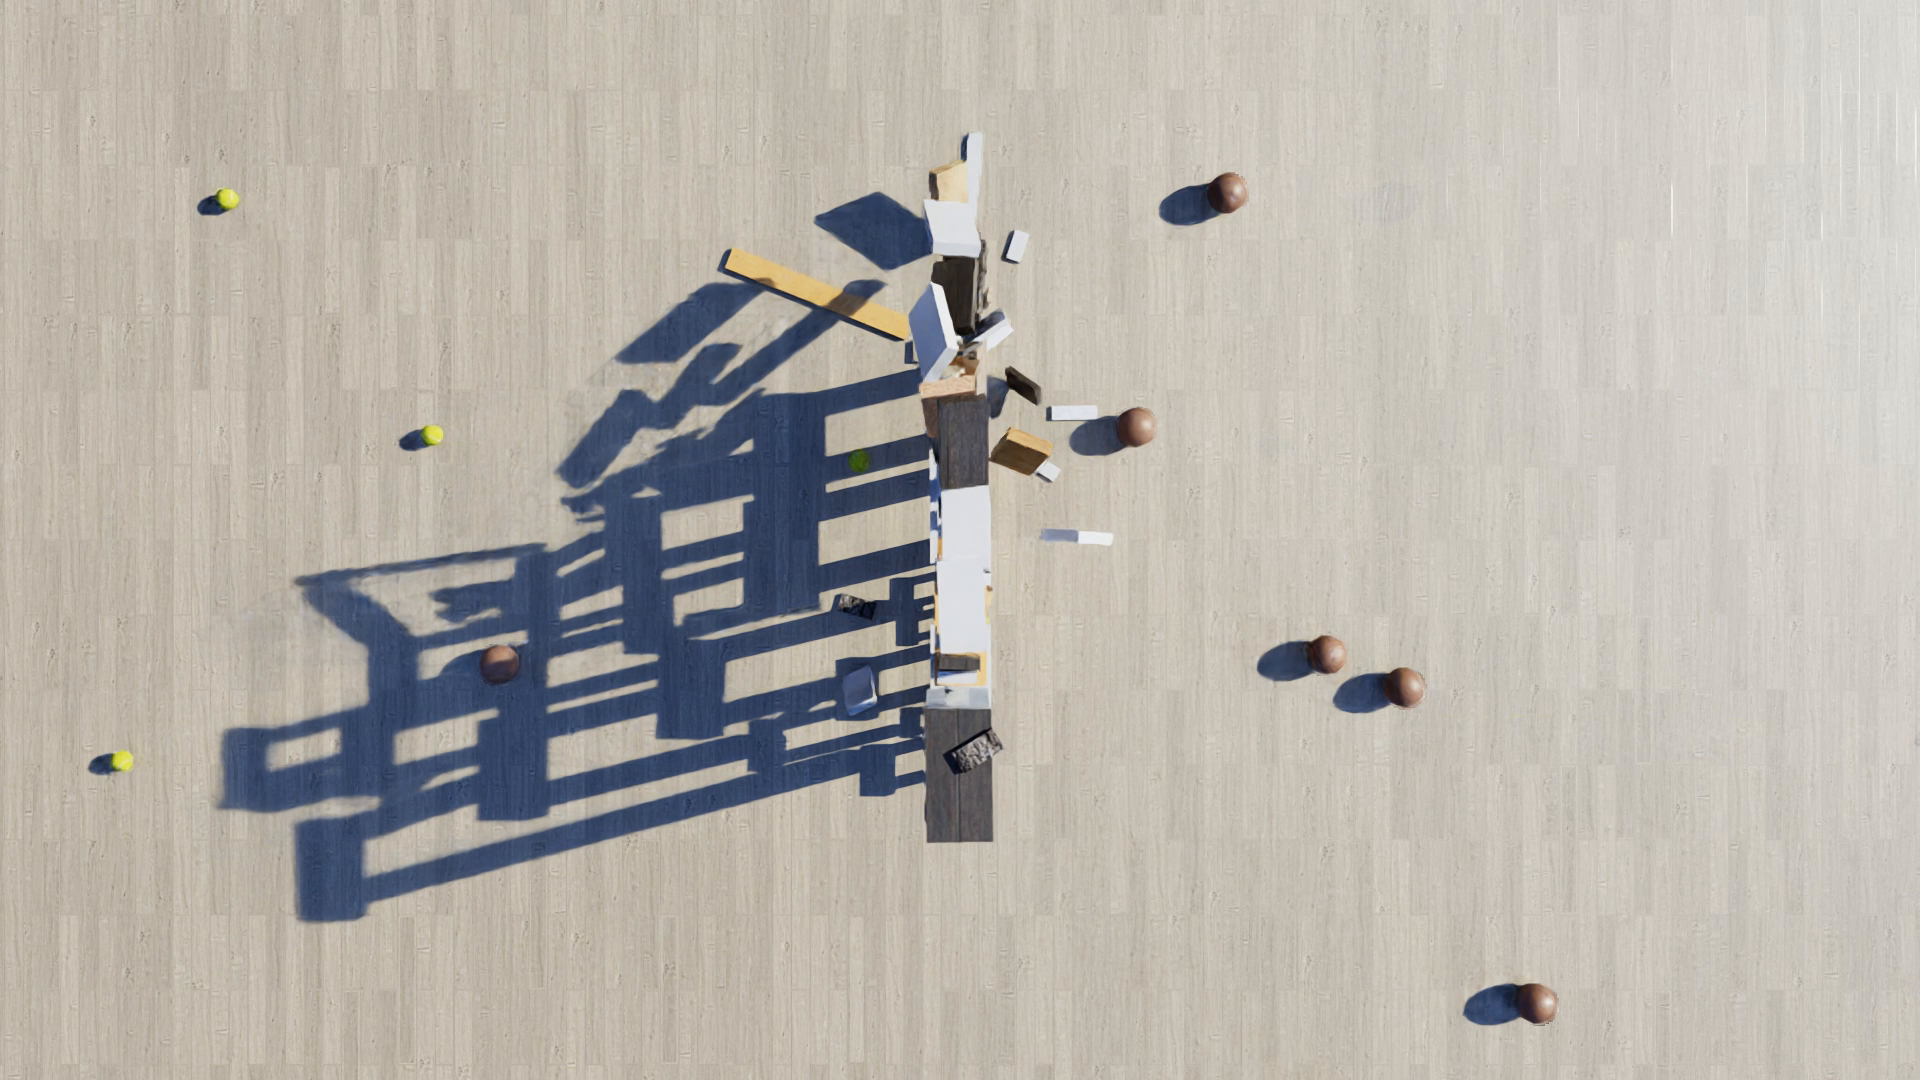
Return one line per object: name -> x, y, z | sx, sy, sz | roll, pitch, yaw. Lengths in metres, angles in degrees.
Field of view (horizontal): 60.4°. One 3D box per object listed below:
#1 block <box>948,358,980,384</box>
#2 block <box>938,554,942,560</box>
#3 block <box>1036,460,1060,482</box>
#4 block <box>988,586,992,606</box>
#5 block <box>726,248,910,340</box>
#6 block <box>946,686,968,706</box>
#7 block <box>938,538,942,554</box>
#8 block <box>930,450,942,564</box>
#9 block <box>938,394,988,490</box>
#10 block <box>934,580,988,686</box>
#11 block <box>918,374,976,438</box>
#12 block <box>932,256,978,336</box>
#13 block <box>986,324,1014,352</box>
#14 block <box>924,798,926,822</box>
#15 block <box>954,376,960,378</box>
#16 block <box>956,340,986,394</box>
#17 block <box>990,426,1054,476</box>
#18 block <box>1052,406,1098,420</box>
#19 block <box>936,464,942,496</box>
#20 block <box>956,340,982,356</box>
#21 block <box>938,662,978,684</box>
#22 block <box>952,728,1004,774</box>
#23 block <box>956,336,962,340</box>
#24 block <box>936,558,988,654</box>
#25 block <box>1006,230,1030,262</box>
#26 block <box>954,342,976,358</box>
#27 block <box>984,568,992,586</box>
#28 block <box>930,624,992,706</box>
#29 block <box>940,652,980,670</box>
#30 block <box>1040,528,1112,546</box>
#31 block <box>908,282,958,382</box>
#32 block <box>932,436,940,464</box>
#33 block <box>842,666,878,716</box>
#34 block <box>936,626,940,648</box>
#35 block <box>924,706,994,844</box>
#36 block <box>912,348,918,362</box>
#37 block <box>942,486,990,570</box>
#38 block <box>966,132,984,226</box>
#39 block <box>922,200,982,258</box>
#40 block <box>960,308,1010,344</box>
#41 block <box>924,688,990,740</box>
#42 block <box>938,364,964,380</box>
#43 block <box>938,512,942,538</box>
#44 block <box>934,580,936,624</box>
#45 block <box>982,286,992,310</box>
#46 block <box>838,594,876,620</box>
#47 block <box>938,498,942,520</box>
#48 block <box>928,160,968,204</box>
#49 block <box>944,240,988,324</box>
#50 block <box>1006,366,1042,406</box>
block -> -0.017, -0.473, 4.855 | 0.118, 0.236, 0.033 | 4, 120, 9
block -> 0.004, 0.064, 4.426 | 0.125, 0.249, 0.035 | 3, 93, -1
block -> 0.285, -0.239, 5.493 | 0.094, 0.013, 0.047 | 33, 90, 0
block -> 0.017, 0.139, 4.403 | 0.133, 0.297, 0.038 | 10, 91, 0
block -> -0.469, -0.820, 5.489 | 0.643, 0.021, 0.074 | 22, 90, 0
block -> -0.007, 0.390, 4.330 | 0.059, 0.119, 0.017 | -3, 124, 2
block -> -0.002, 0.113, 4.569 | 0.119, 0.034, 0.238 | 0, 90, 0
block -> -0.004, -0.101, 5.121 | 0.177, 0.050, 0.354 | 0, 90, 0
block -> 0.008, -0.249, 4.208 | 0.122, 0.035, 0.244 | -6, 120, -9
block -> 0.003, 0.239, 4.236 | 0.133, 0.038, 0.266 | 1, 90, 0
block -> -0.027, -0.349, 4.366 | 0.140, 0.448, 0.040 | -9, 81, 0
block -> -0.020, -0.726, 4.939 | 0.135, 0.038, 0.269 | -7, 57, 17
block -> 0.101, -0.677, 5.477 | 0.141, 0.020, 0.071 | -40, 90, -11
block -> -0.006, 0.672, 4.748 | 0.167, 1.123, 0.047 | 0, 92, 0
block -> -0.013, -0.424, 4.697 | 0.049, 0.014, 0.097 | 12, 132, -22
block -> -0.002, -0.453, 5.137 | 0.169, 0.048, 0.338 | -1, 90, 0
block -> 0.162, -0.235, 4.416 | 0.122, 0.244, 0.035 | 21, 76, -6
block -> 0.381, -0.424, 5.493 | 0.151, 0.013, 0.047 | 0, 90, 0
block -> -0.001, -0.265, 4.805 | 0.135, 0.038, 0.271 | 0, 90, 0
block -> 0.019, -0.569, 4.893 | 0.049, 0.097, 0.014 | 3, 114, 38
block -> -0.006, 0.333, 4.119 | 0.098, 0.195, 0.028 | 2, 92, 0
block -> 0.046, 0.527, 4.128 | 0.119, 0.017, 0.059 | -31, 91, 0
block -> 0.006, -0.675, 5.477 | 0.071, 0.020, 0.141 | 1, 90, -23
block -> 0.005, 0.159, 3.976 | 0.112, 0.032, 0.223 | -3, 90, 0
block -> 0.192, -0.978, 5.493 | 0.050, 0.014, 0.099 | 18, 90, 0
block -> -0.008, -0.526, 5.009 | 0.118, 0.236, 0.033 | 1, 127, 0
block -> 0.019, 0.092, 4.129 | 0.112, 0.274, 0.032 | 0, 91, -1
block -> 0.003, 0.400, 4.545 | 0.167, 0.047, 0.335 | 0, 90, 0
block -> 0.000, 0.298, 4.080 | 0.098, 0.273, 0.028 | 3, 89, 0
block -> 0.342, -0.009, 4.840 | 0.122, 0.244, 0.035 | 4, 90, 28
block -> -0.079, -0.603, 4.797 | 0.040, 0.281, 0.140 | 14, 133, -29
block -> -0.030, -0.264, 4.692 | 0.093, 0.185, 0.026 | -5, 112, -3
block -> -0.330, 0.493, 5.404 | 0.098, 0.195, 0.028 | -26, 119, 5
block -> -0.002, 0.240, 4.105 | 0.112, 0.223, 0.032 | 0, 92, 0
block -> -0.002, 0.592, 4.161 | 0.167, 0.047, 0.335 | -1, 91, 0
block -> -0.085, -0.627, 5.490 | 0.141, 0.020, 0.071 | 2, 90, 0
block -> 0.016, -0.015, 4.283 | 0.125, 0.035, 0.249 | -1, 90, -1
block -> 0.030, -1.100, 5.493 | 0.050, 0.014, 0.506 | 5, 90, 0
block -> -0.028, -0.936, 4.945 | 0.140, 0.281, 0.040 | 2, 126, -11
block -> 0.074, -0.638, 4.980 | 0.148, 0.074, 0.021 | -33, 126, 8
block -> -0.006, 0.456, 4.352 | 0.167, 0.335, 0.047 | 0, 99, 0
block -> -0.032, -0.485, 4.813 | 0.049, 0.097, 0.014 | 17, 122, 28
block -> -0.005, 0.007, 4.840 | 0.119, 0.034, 0.239 | -1, 90, 0
block -> 0.001, 0.281, 4.927 | 0.159, 0.045, 0.319 | 2, 90, 0
block -> 0.090, -0.799, 5.447 | 0.014, 0.099, 0.049 | 4, 81, -8
block -> -0.343, 0.222, 5.492 | 0.119, 0.017, 0.059 | 16, 90, 0
block -> 0.005, -0.086, 4.452 | 0.125, 0.302, 0.035 | -3, 86, -1
block -> -0.033, -1.084, 5.357 | 0.135, 0.038, 0.269 | -32, 133, -35
block -> 0.007, -0.796, 5.134 | 0.135, 0.427, 0.038 | -9, 130, 13
block -> 0.209, -0.507, 5.427 | 0.021, 0.074, 0.148 | -35, 52, -23
